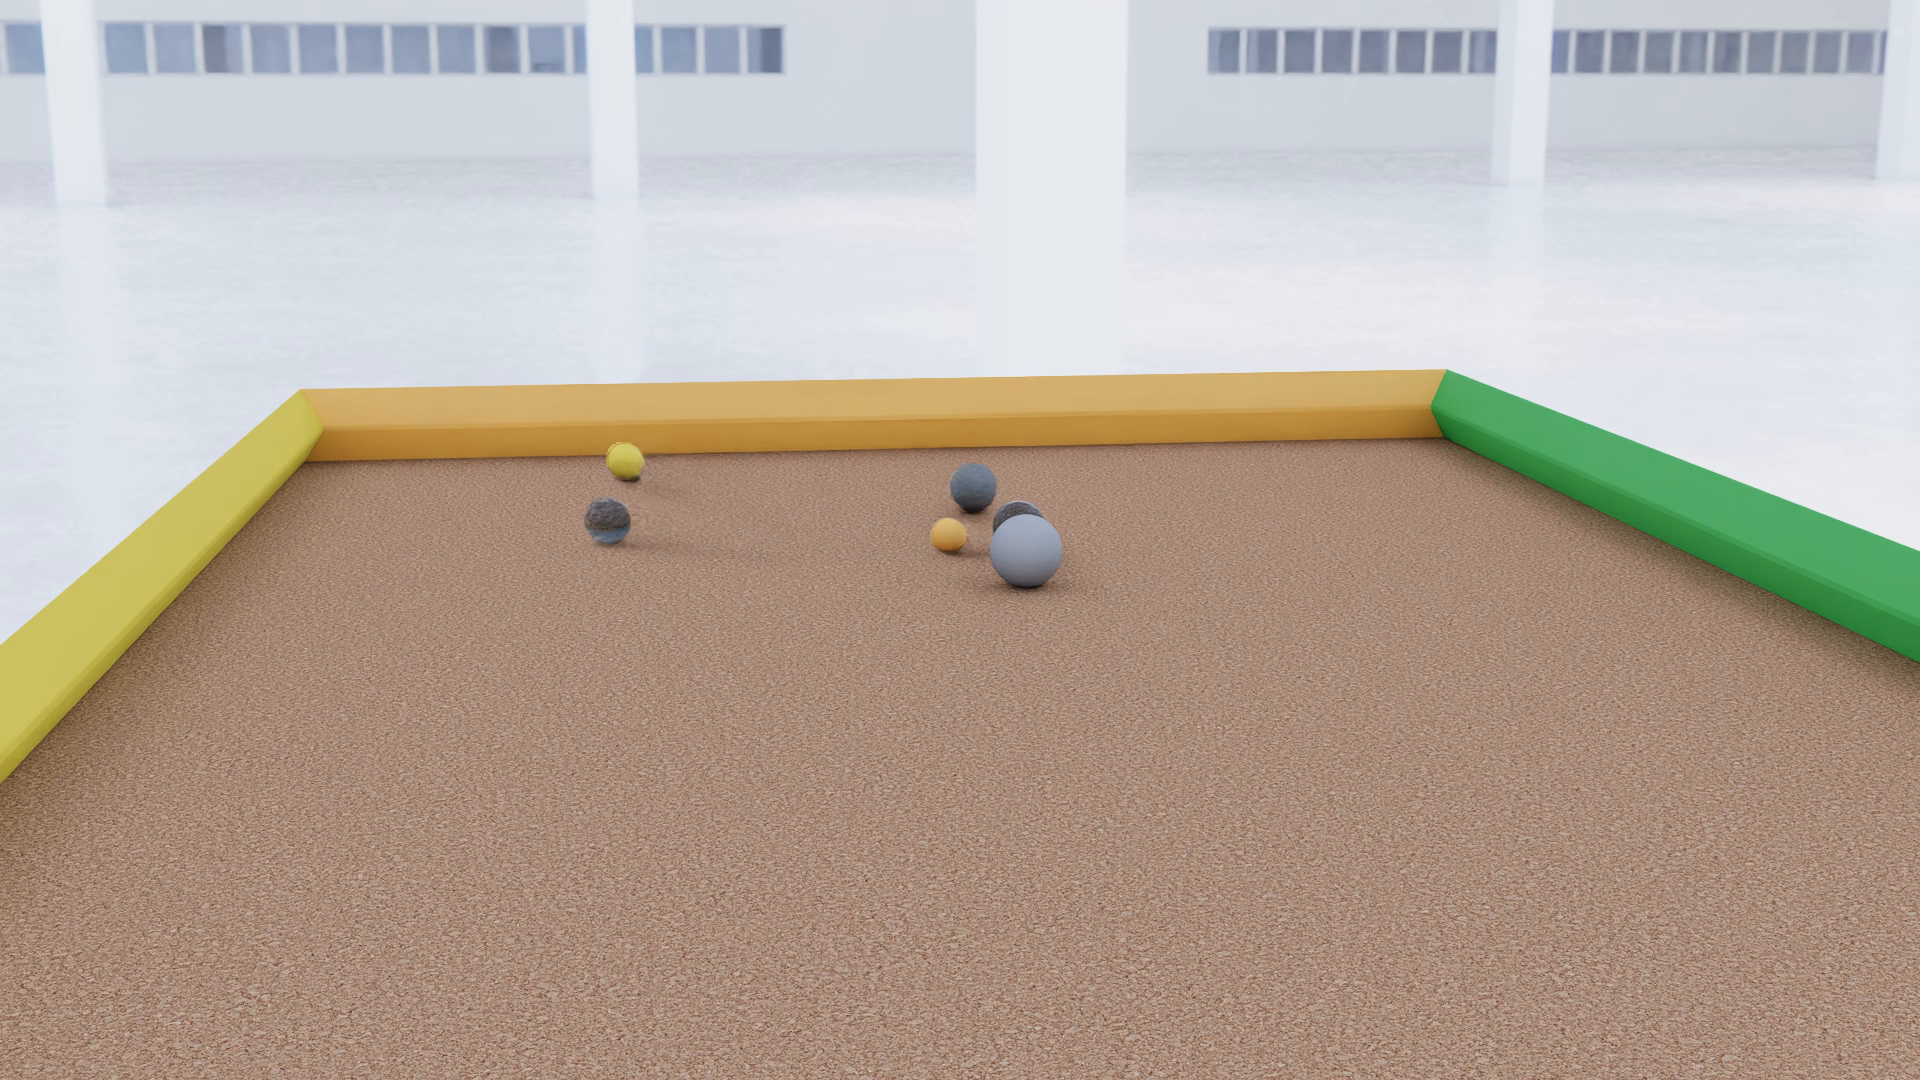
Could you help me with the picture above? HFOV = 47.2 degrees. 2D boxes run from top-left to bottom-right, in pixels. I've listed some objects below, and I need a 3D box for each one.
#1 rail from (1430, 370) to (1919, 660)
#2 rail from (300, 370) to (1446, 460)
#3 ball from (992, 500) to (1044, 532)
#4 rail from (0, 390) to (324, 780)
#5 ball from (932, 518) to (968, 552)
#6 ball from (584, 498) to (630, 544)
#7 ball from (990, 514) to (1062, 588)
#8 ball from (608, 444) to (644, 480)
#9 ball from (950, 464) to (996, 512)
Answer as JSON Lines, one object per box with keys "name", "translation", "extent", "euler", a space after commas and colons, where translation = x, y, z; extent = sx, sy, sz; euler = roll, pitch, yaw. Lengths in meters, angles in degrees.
{"name": "rail", "translation": [1.156, 0.148, 2.276], "extent": [0.045, 0.129, 3.958], "euler": [-2, 12, -7]}
{"name": "rail", "translation": [-0.123, -0.229, 4.044], "extent": [2.124, 0.129, 0.045], "euler": [-2, 12, -7]}
{"name": "ball", "translation": [0.086, -0.019, 3.186], "extent": [0.077, 0.077, 0.077], "euler": [0, 12, 0]}
{"name": "rail", "translation": [-0.904, 0.203, 2.018], "extent": [0.045, 0.129, 3.958], "euler": [-2, 12, -7]}
{"name": "ball", "translation": [-0.015, -0.006, 3.194], "extent": [0.050, 0.050, 0.050], "euler": [0, 12, 0]}
{"name": "ball", "translation": [-0.521, -0.028, 3.252], "extent": [0.068, 0.068, 0.068], "euler": [0, 12, 0]}
{"name": "ball", "translation": [0.089, 0.015, 2.978], "extent": [0.099, 0.099, 0.099], "euler": [0, 12, 0]}
{"name": "ball", "translation": [-0.572, -0.134, 3.763], "extent": [0.062, 0.062, 0.062], "euler": [0, 12, 0]}
{"name": "ball", "translation": [0.021, -0.082, 3.492], "extent": [0.074, 0.074, 0.074], "euler": [0, 12, 0]}
